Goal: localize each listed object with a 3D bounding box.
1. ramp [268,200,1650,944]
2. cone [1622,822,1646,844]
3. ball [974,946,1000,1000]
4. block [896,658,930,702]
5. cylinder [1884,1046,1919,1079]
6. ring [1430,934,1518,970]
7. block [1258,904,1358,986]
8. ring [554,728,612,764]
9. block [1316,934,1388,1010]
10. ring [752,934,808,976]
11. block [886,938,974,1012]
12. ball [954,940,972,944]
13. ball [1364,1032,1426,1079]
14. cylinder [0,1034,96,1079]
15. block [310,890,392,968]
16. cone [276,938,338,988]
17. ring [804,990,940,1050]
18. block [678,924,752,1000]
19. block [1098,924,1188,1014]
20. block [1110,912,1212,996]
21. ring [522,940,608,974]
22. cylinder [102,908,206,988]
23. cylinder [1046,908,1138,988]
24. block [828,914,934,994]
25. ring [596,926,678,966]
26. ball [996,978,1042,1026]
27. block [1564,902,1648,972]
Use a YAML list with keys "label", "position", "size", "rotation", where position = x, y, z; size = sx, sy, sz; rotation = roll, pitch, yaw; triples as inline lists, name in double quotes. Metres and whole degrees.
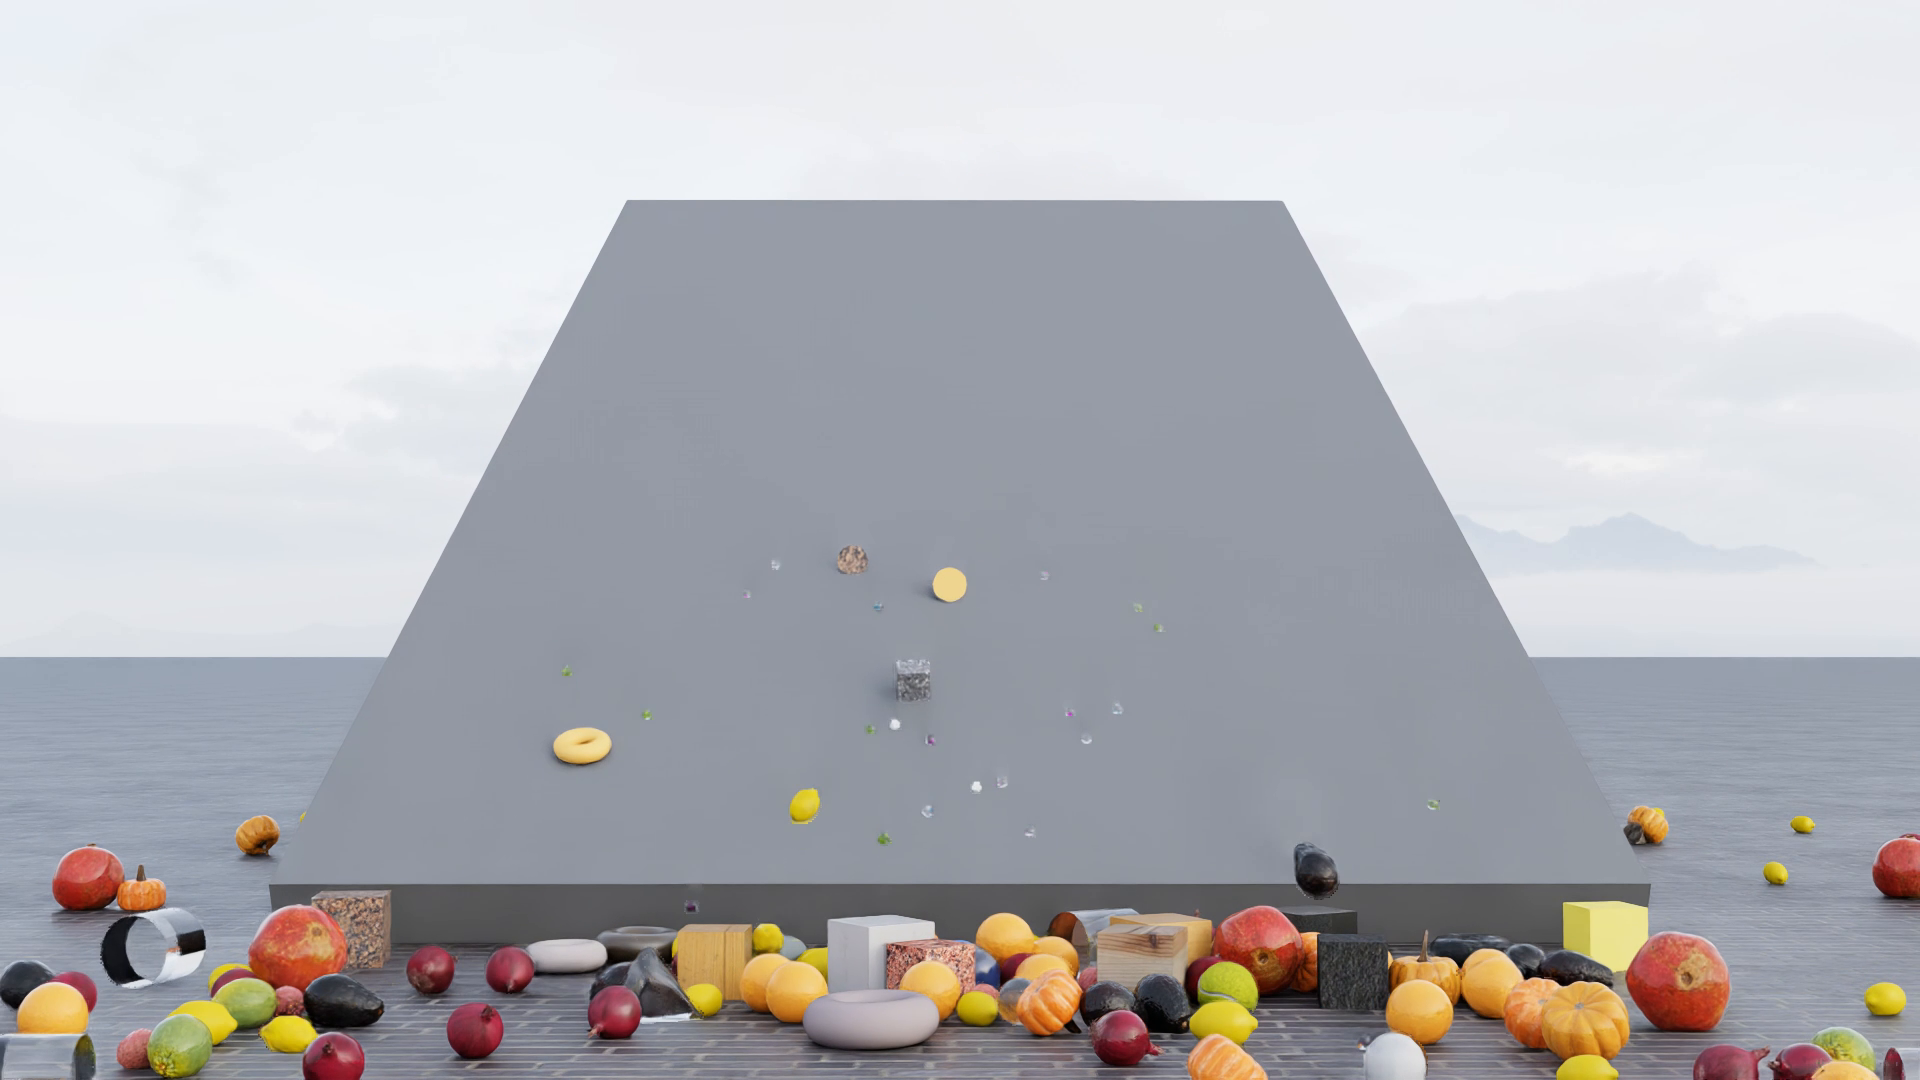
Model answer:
- label: "ramp"
  position: [-0.007, -0.224, 5.200]
  size: [2.000, 0.100, 4.000]
  rotation: [0, 23, 0]
- label: "cone"
  position: [1.502, 0.661, 5.099]
  size: [0.053, 0.053, 0.053]
  rotation: [34, -22, -31]
- label: "ball"
  position: [0.016, 0.530, 2.821]
  size: [0.066, 0.066, 0.066]
  rotation: [0, -3, 0]
- label: "block"
  position: [-0.079, 0.238, 3.889]
  size: [0.054, 0.054, 0.054]
  rotation: [-1, 23, -4]
- label: "cylinder"
  position: [0.865, 0.488, 2.034]
  size: [0.076, 0.076, 0.076]
  rotation: [2, -2, 7]
- label: "ring"
  position: [0.699, 0.560, 3.138]
  size: [0.116, 0.039, 0.116]
  rotation: [1, -2, 0]
- label: "block"
  position: [0.453, 0.527, 2.998]
  size: [0.090, 0.090, 0.090]
  rotation: [2, -3, -31]
- label: "ring"
  position: [-0.605, 0.330, 3.696]
  size: [0.092, 0.031, 0.092]
  rotation: [0, 21, 0]
- label: "block"
  position: [0.474, 0.522, 2.787]
  size: [0.080, 0.080, 0.080]
  rotation: [0, -3, 6]
- label: "ring"
  position: [-0.273, 0.553, 3.074]
  size: [0.139, 0.046, 0.139]
  rotation: [1, -4, 0]
- label: "block"
  position: [-0.035, 0.523, 2.773]
  size: [0.075, 0.075, 0.075]
  rotation: [2, -4, -40]
- label: "ball"
  position: [0.000, 0.534, 2.890]
  size: [0.065, 0.065, 0.065]
  rotation: [0, -3, 0]
- label: "ball"
  position: [0.418, 0.505, 2.219]
  size: [0.060, 0.060, 0.060]
  rotation: [0, -3, 0]
- label: "cylinder"
  position: [-0.843, 0.492, 2.114]
  size: [0.076, 0.076, 0.076]
  rotation: [0, -3, -3]
- label: "block"
  position: [-0.833, 0.532, 3.155]
  size: [0.094, 0.094, 0.094]
  rotation: [0, -3, -7]
- label: "cone"
  position: [-0.826, 0.555, 2.950]
  size: [0.067, 0.067, 0.067]
  rotation: [33, -20, -30]
- label: "ring"
  position: [-0.097, 0.525, 2.525]
  size: [0.150, 0.050, 0.150]
  rotation: [-1, -3, 0]
- label: "block"
  position: [-0.304, 0.524, 2.867]
  size: [0.082, 0.082, 0.082]
  rotation: [0, -3, 2]
- label: "block"
  position: [0.221, 0.516, 2.781]
  size: [0.091, 0.091, 0.091]
  rotation: [-1, -3, 17]
- label: "block"
  position: [0.251, 0.520, 2.888]
  size: [0.092, 0.092, 0.092]
  rotation: [1, -3, -27]
- label: "ring"
  position: [-0.530, 0.558, 3.089]
  size: [0.112, 0.037, 0.112]
  rotation: [-1, -4, 0]
- label: "cylinder"
  position: [-1.037, 0.524, 2.964]
  size: [0.092, 0.092, 0.092]
  rotation: [-1, -3, 12]
- label: "cylinder"
  position: [0.177, 0.522, 2.957]
  size: [0.096, 0.096, 0.096]
  rotation: [2, -3, -33]
- label: "block"
  position: [-0.097, 0.517, 2.838]
  size: [0.095, 0.095, 0.095]
  rotation: [2, -3, -34]
- label: "ring"
  position: [-0.440, 0.560, 3.179]
  size: [0.129, 0.043, 0.129]
  rotation: [1, -2, 0]
- label: "ball"
  position: [0.068, 0.528, 2.637]
  size: [0.053, 0.053, 0.053]
  rotation: [0, -3, 0]
- label: "block"
  position: [0.875, 0.537, 3.125]
  size: [0.083, 0.083, 0.083]
  rotation: [0, -3, -10]
